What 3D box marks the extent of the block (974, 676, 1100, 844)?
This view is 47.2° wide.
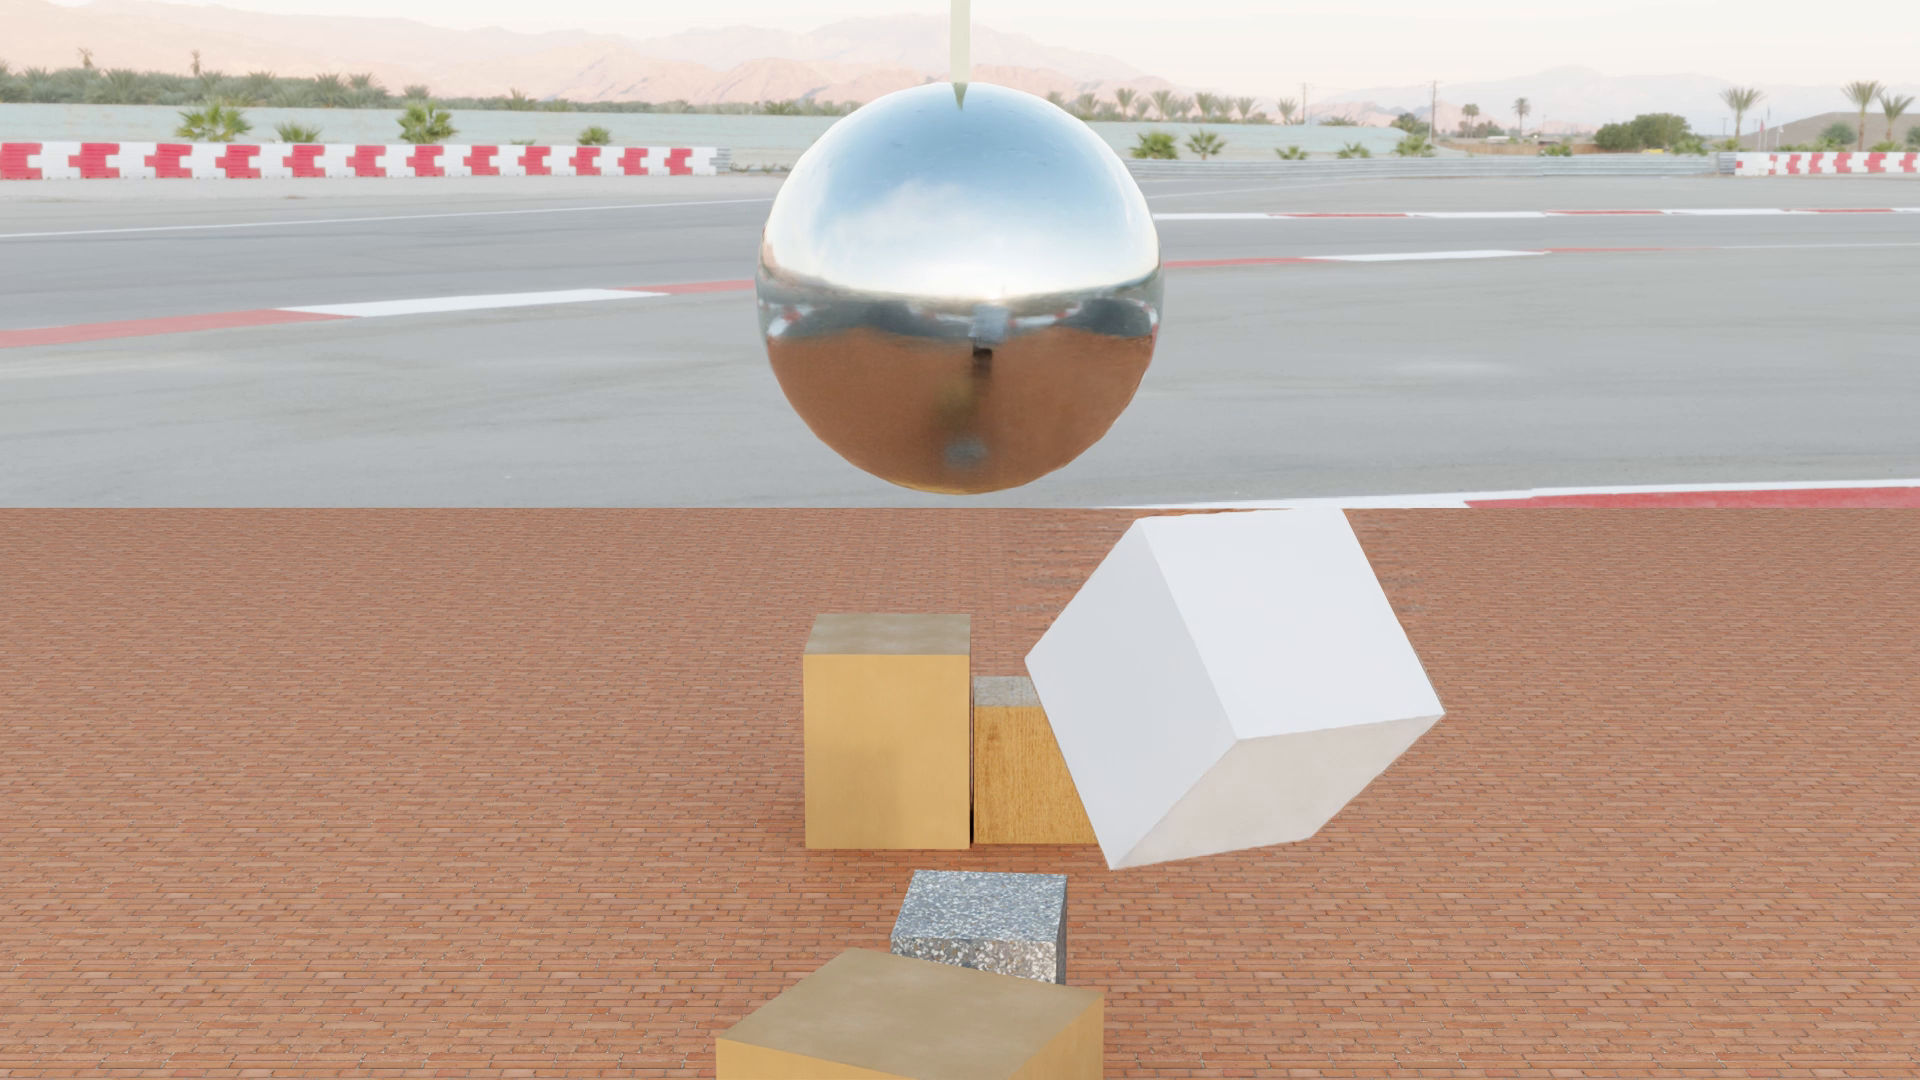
[{"bbox_3d":[0.416,1.128,11.366,0.692,0.713,0.626,0,10,0],"label":"block"}]

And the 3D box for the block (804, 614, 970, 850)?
[{"bbox_3d":[-0.359,0.973,11.419,0.822,1.000,0.956,0,10,1],"label":"block"}]

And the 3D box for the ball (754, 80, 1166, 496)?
[{"bbox_3d":[0.000,-0.975,8.587,1.600,1.600,1.600,0,10,0],"label":"ball"}]

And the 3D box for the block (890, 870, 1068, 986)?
[{"bbox_3d":[0.087,1.700,8.503,0.610,0.612,0.754,1,10,6],"label":"block"}]

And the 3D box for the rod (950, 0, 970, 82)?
[{"bbox_3d":[0.000,-4.288,9.354,0.080,5.200,0.080,0,-13,0],"label":"rod"}]

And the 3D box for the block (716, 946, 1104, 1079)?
[{"bbox_3d":[-0.139,1.879,6.830,0.908,0.858,0.839,5,11,26],"label":"block"}]

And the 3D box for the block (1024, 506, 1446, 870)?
[{"bbox_3d":[0.716,0.390,5.897,0.681,0.657,0.682,-3,-33,-32],"label":"block"}]
